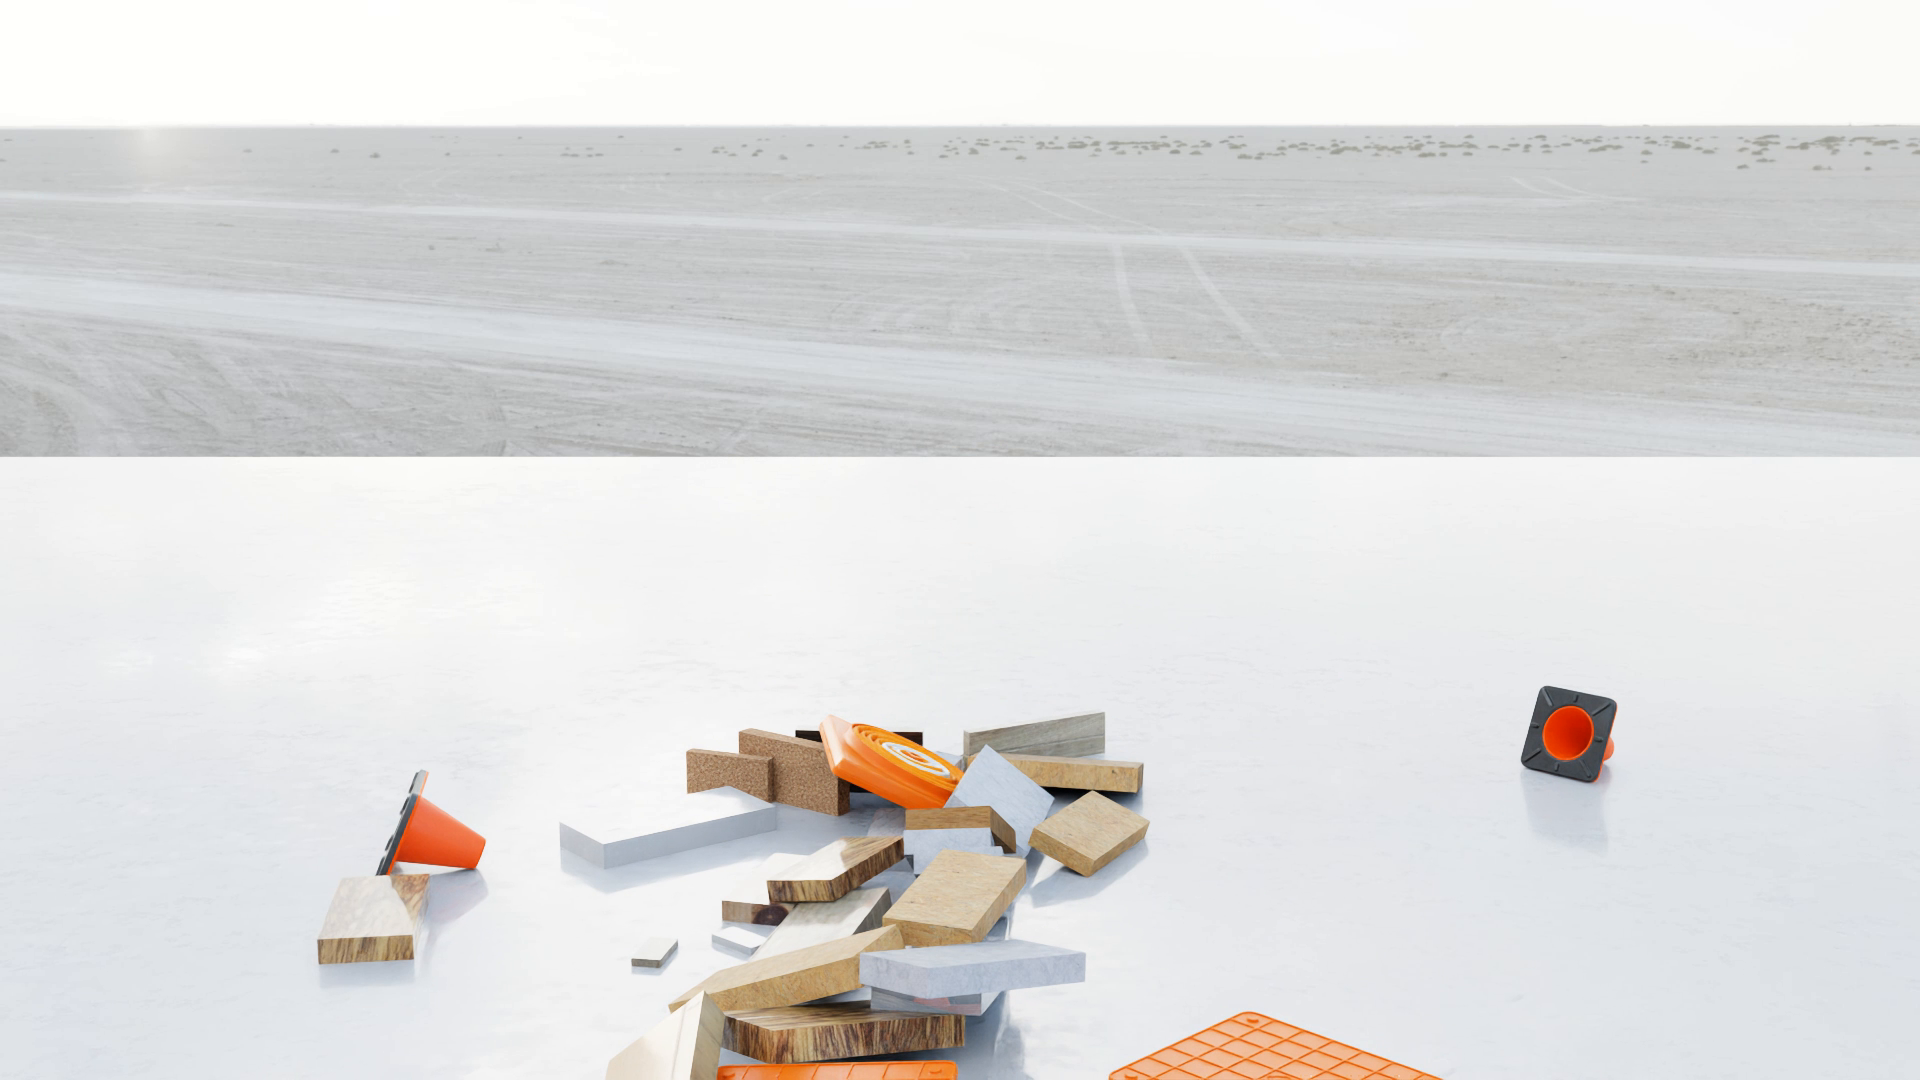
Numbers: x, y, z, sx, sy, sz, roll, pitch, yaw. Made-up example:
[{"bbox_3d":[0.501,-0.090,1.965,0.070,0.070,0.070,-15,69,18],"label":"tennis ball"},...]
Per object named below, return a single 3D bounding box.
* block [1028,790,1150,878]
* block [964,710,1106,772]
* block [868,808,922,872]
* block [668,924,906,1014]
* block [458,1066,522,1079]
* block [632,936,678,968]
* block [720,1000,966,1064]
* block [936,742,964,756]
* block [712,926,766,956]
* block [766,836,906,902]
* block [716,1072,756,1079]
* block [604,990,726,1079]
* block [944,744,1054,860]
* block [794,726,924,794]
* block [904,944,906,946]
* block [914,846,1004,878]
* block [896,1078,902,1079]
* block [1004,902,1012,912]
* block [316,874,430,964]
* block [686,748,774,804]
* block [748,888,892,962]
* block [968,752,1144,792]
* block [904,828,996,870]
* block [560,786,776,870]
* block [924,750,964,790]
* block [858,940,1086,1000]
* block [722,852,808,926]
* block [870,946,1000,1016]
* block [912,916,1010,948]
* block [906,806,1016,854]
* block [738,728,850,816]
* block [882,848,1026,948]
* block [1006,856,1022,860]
[{"bbox_3d":[0.229,0.515,3.870,0.122,0.035,0.245,26,21,22],"label":"block"},{"bbox_3d":[0.151,0.406,4.424,0.322,0.087,0.025,-6,12,-30],"label":"block"},{"bbox_3d":[-0.099,0.530,3.897,0.123,0.035,0.246,1,11,4],"label":"block"},{"bbox_3d":[-0.242,0.617,3.096,0.305,0.043,0.153,-19,1,23],"label":"block"},{"bbox_3d":[-0.626,0.719,2.605,0.160,0.045,0.319,7,13,34],"label":"block"},{"bbox_3d":[-0.470,0.635,3.389,0.046,0.013,0.092,2,11,10],"label":"block"},{"bbox_3d":[-0.162,0.661,2.970,0.305,0.043,0.153,4,-3,-36],"label":"block"},{"bbox_3d":[0.012,0.424,4.425,0.058,0.016,0.116,8,13,38],"label":"block"},{"bbox_3d":[-0.341,0.627,3.437,0.092,0.013,0.046,9,14,42],"label":"block"},{"bbox_3d":[-0.200,0.538,3.609,0.122,0.035,0.245,-5,7,28],"label":"block"},{"bbox_3d":[-0.324,0.732,2.841,0.079,0.022,0.157,2,11,12],"label":"block"},{"bbox_3d":[-0.381,0.691,2.764,0.160,0.045,0.320,-37,10,4],"label":"block"},{"bbox_3d":[0.069,0.475,3.925,0.161,0.046,0.322,38,15,2],"label":"block"},{"bbox_3d":[-0.193,0.422,4.235,0.246,0.123,0.035,1,11,3],"label":"block"},{"bbox_3d":[-0.128,0.626,3.371,0.092,0.013,0.046,-14,0,-21],"label":"block"},{"bbox_3d":[0.005,0.533,3.528,0.137,0.039,0.274,-2,-16,3],"label":"block"},{"bbox_3d":[-0.086,0.737,2.817,0.079,0.022,0.157,6,12,28],"label":"block"},{"bbox_3d":[0.005,0.566,3.450,0.133,0.038,0.266,-1,-10,-3],"label":"block"},{"bbox_3d":[-0.930,0.600,3.502,0.143,0.040,0.285,-2,11,-8],"label":"block"},{"bbox_3d":[-0.438,0.450,4.186,0.174,0.087,0.025,4,11,21],"label":"block"},{"bbox_3d":[-0.215,0.612,3.368,0.143,0.040,0.329,-8,8,14],"label":"block"},{"bbox_3d":[0.185,0.444,4.218,0.322,0.046,0.161,3,-2,9],"label":"block"},{"bbox_3d":[-0.012,0.513,3.596,0.137,0.039,0.274,-2,-16,3],"label":"block"},{"bbox_3d":[-0.523,0.514,3.954,0.354,0.046,0.161,-8,13,-37],"label":"block"},{"bbox_3d":[-0.089,0.445,4.318,0.174,0.025,0.087,6,28,30],"label":"block"},{"bbox_3d":[0.019,0.583,2.998,0.285,0.040,0.143,4,-3,-41],"label":"block"},{"bbox_3d":[-0.292,0.578,3.640,0.122,0.035,0.245,3,11,15],"label":"block"},{"bbox_3d":[-0.024,0.630,3.152,0.153,0.043,0.305,2,-2,9],"label":"block"},{"bbox_3d":[0.003,0.595,3.284,0.133,0.038,0.266,2,-3,3],"label":"block"},{"bbox_3d":[0.004,0.483,3.635,0.137,0.039,0.274,-4,-16,9],"label":"block"},{"bbox_3d":[-0.315,0.437,4.156,0.246,0.123,0.035,8,13,36],"label":"block"},{"bbox_3d":[-0.005,0.528,3.232,0.133,0.038,0.266,5,15,18],"label":"block"},{"bbox_3d":[0.050,0.510,3.380,0.092,0.046,0.013,-1,-24,3],"label":"block"}]
